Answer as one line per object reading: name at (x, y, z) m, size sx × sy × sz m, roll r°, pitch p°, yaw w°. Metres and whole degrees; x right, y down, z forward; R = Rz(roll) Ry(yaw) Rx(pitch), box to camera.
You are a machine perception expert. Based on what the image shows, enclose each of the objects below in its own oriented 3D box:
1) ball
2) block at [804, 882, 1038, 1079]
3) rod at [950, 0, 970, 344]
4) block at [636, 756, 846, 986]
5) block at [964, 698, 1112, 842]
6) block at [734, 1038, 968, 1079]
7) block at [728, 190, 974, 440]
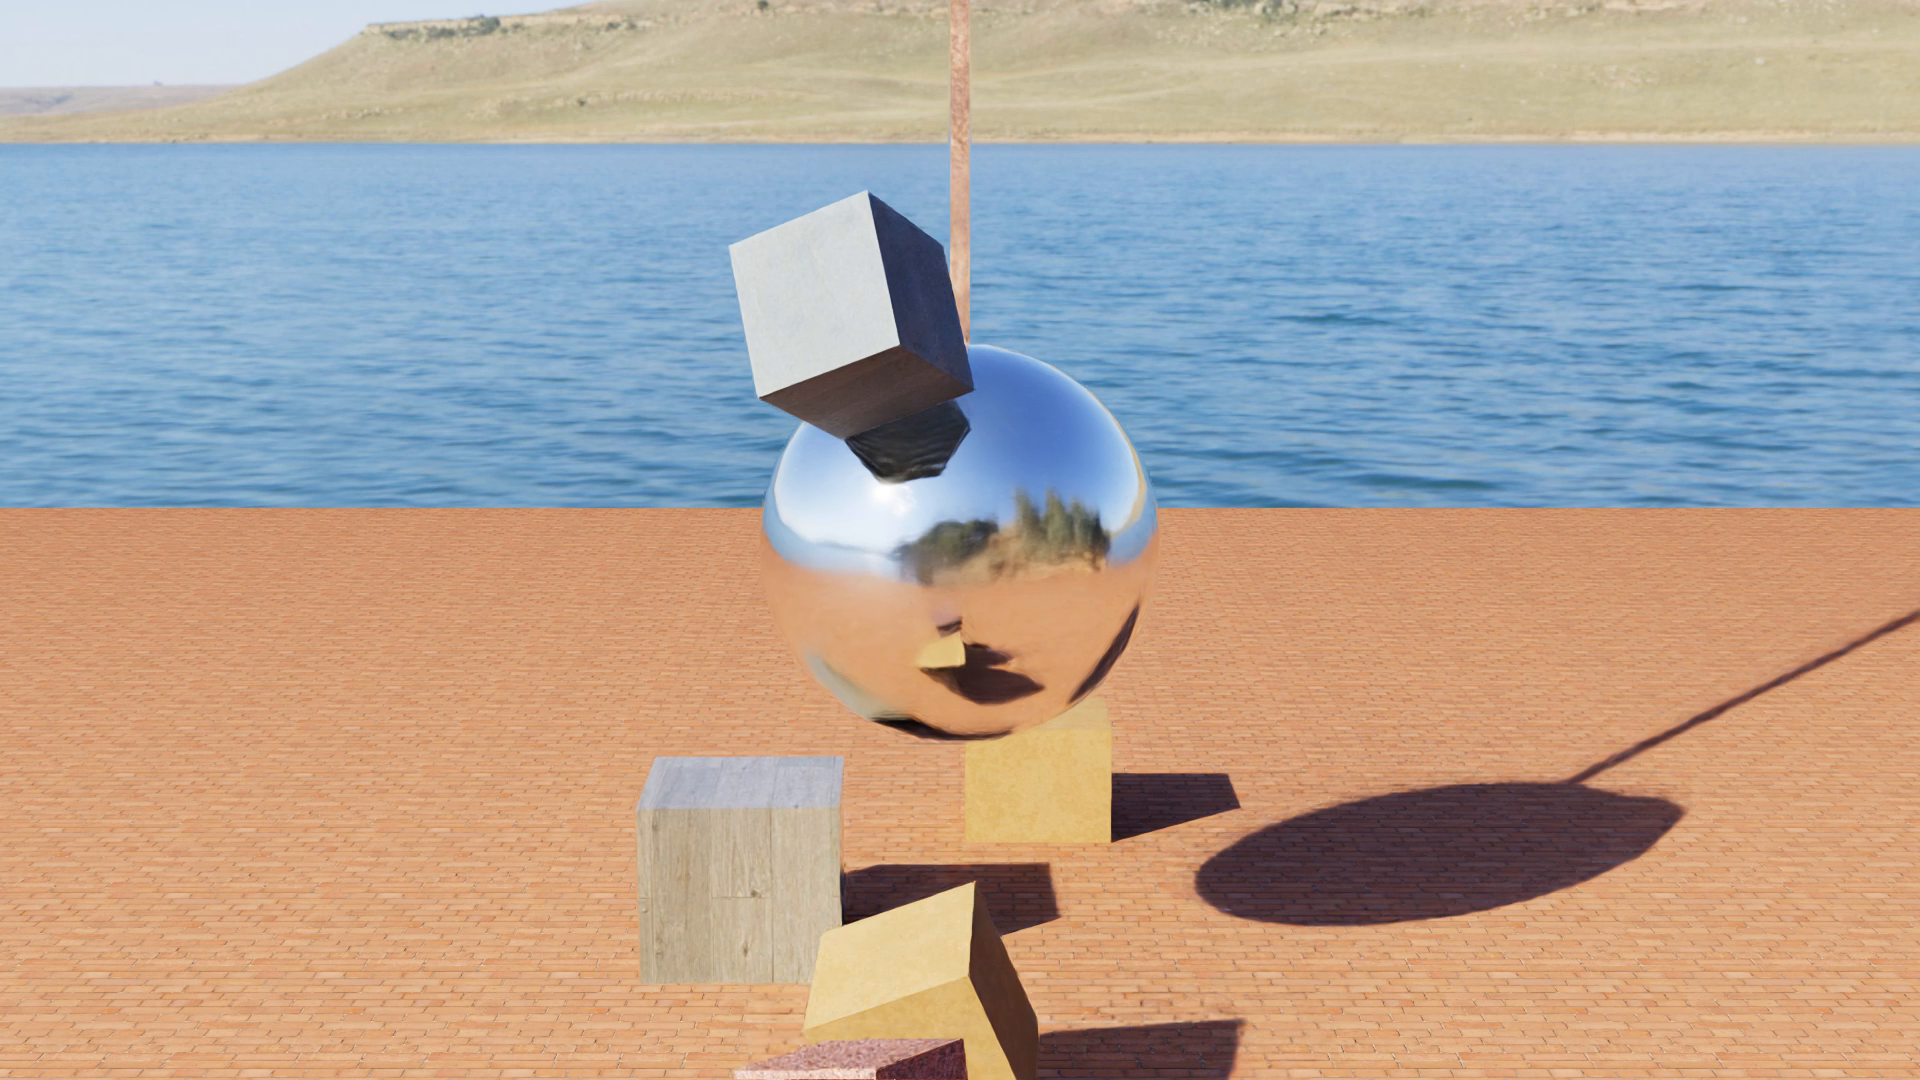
ball at (0.000, 0.014, 8.807) m, size 1.600 × 1.600 × 1.600 m, roll 0°, pitch 10°, yaw 0°
block at (-0.122, 1.701, 7.723) m, size 0.600 × 0.611 × 0.629 m, roll -20°, pitch 18°, yaw 10°
rod at (0.000, -3.304, 9.550) m, size 0.080 × 5.200 × 0.080 m, roll 0°, pitch -13°, yaw 0°
block at (-0.934, 1.423, 9.584) m, size 0.845 × 0.770 × 0.775 m, roll 0°, pitch 10°, yaw -2°
block at (0.395, 1.185, 11.399) m, size 0.738 × 0.590 × 0.645 m, roll 0°, pitch 10°, yaw 0°
block at (-0.308, 1.772, 6.618) m, size 0.512 × 0.447 × 0.481 m, roll -9°, pitch -5°, yaw 32°
block at (-0.386, -0.801, 7.969) m, size 0.567 × 0.593 × 0.635 m, roll -19°, pitch -18°, yaw 20°
